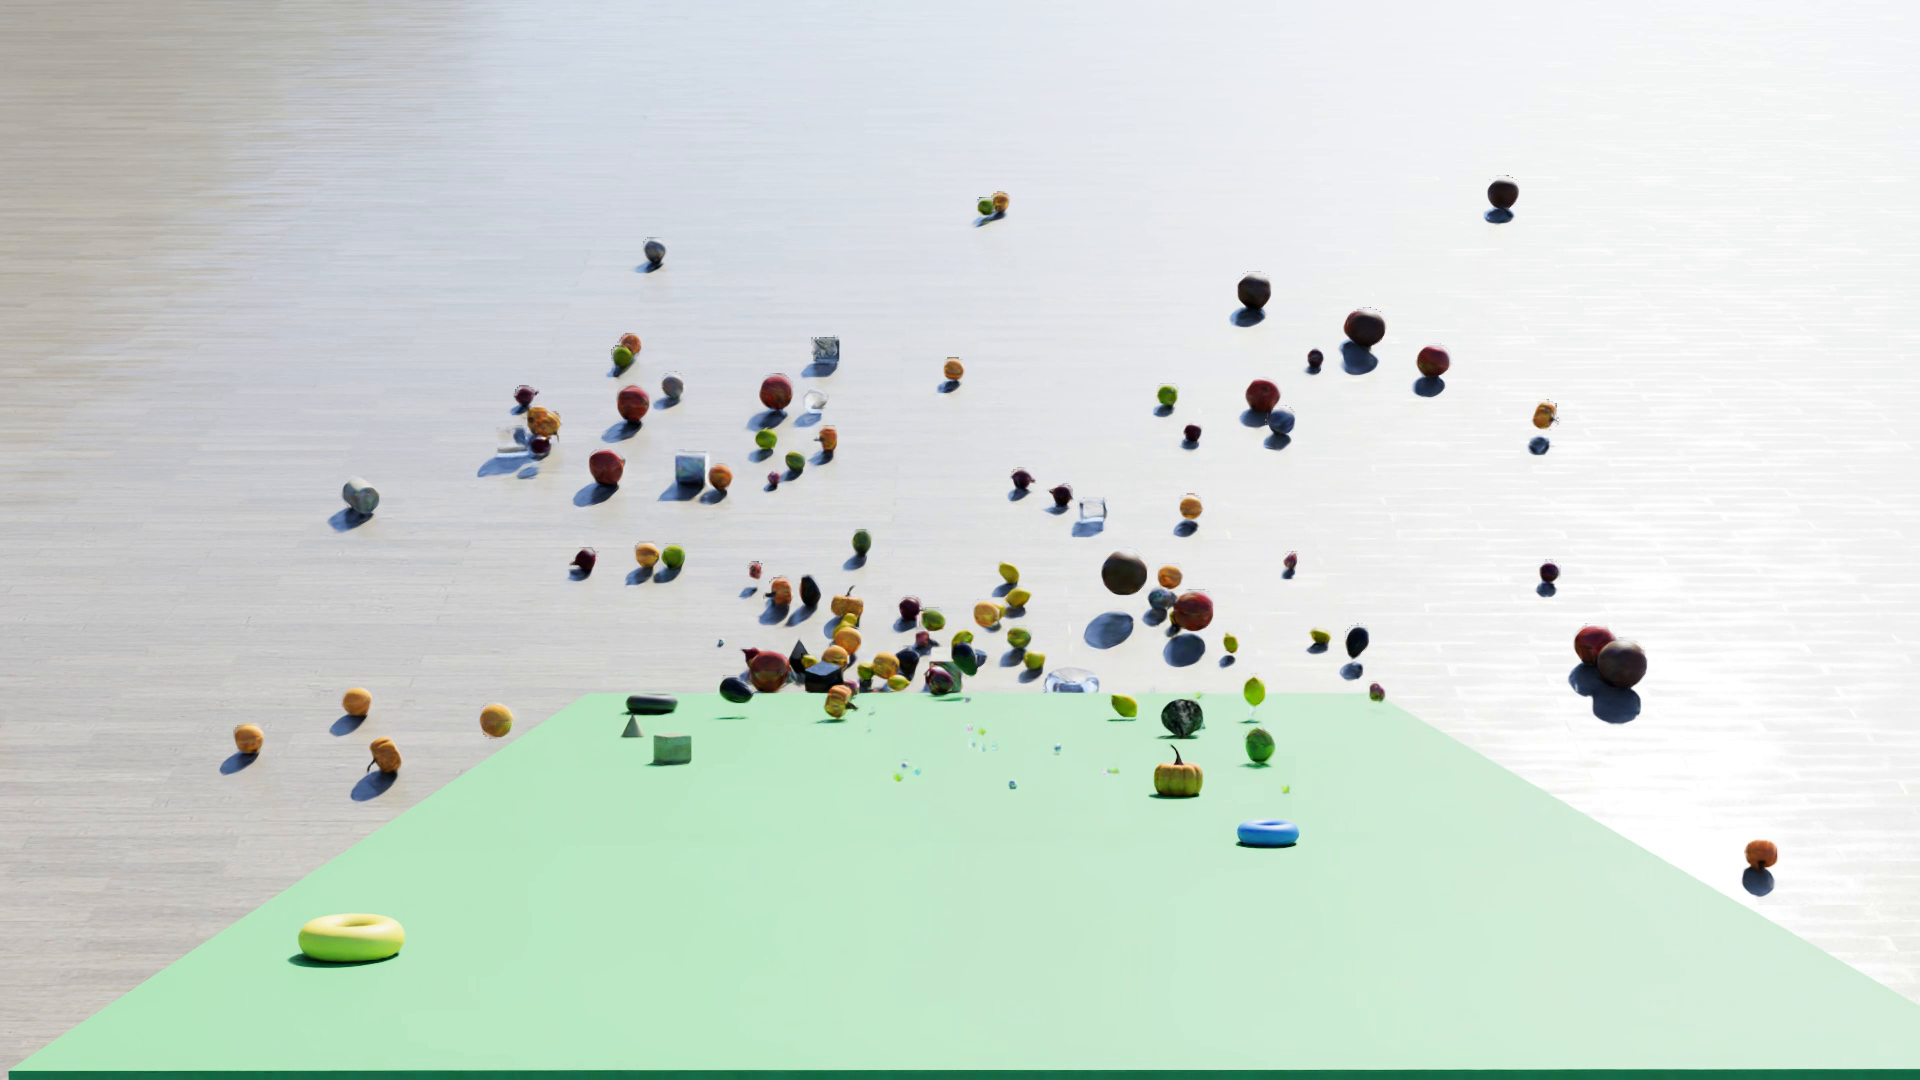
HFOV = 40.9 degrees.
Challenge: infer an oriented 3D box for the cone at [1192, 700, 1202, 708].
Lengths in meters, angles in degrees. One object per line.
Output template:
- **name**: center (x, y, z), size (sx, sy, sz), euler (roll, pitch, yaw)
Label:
- **cone**: center (0.511, 0.402, 5.713), size (0.069, 0.069, 0.069), euler (-4, 29, -9)

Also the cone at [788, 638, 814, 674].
- **cone**: center (-0.428, 0.299, 6.868), size (0.083, 0.083, 0.083), euler (0, 24, 0)

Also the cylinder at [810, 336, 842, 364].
- **cylinder**: center (-0.464, -0.659, 8.966), size (0.083, 0.083, 0.083), euler (9, 19, -27)

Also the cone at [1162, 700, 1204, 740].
- **cone**: center (0.475, 0.403, 5.512), size (0.091, 0.091, 0.091), euler (2, 29, 4)

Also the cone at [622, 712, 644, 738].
- **cone**: center (-0.704, 0.397, 5.547), size (0.052, 0.052, 0.052), euler (0, 2, 0)

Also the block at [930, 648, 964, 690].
- **block**: center (-0.035, 0.340, 6.778), size (0.084, 0.084, 0.084), euler (1, 24, 1)

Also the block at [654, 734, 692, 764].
- **block**: center (-0.567, 0.412, 5.083), size (0.054, 0.054, 0.054), euler (-2, 2, -39)

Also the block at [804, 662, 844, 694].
- **block**: center (-0.356, 0.367, 6.728), size (0.069, 0.069, 0.069), euler (15, 27, 38)

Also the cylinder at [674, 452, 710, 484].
- **cylinder**: center (-0.832, -0.225, 8.007), size (0.094, 0.094, 0.094), euler (1, 24, 3)

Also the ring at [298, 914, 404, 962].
- **ring**: center (-0.740, 0.484, 3.135), size (0.127, 0.042, 0.127), euler (1, 3, 0)

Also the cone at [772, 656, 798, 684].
- **cone**: center (-0.463, 0.334, 6.810), size (0.067, 0.067, 0.067), euler (0, 24, 0)

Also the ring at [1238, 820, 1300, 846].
- **ring**: center (0.482, 0.458, 4.031), size (0.097, 0.032, 0.097), euler (-1, 3, 0)

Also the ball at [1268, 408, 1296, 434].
- **ball**: center (1.046, -0.385, 8.367), size (0.088, 0.088, 0.088), euler (0, 24, 0)

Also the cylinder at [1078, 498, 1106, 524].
- **cylinder**: center (0.398, -0.087, 7.734), size (0.068, 0.068, 0.068), euler (-5, 25, -11)

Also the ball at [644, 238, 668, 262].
- **ball**: center (-1.180, -1.122, 9.985), size (0.090, 0.090, 0.090), euler (0, 24, 0)

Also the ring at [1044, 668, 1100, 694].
- **ring**: center (0.293, 0.378, 6.736), size (0.147, 0.049, 0.147), euler (1, 23, 0)

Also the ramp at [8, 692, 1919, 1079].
- **ramp**: center (0.056, 0.507, 4.550), size (2.000, 0.100, 4.000), euler (0, 2, 0)

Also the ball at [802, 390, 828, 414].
- **ball**: center (-0.481, -0.459, 8.537), size (0.081, 0.081, 0.081), euler (0, 24, 0)

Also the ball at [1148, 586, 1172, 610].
- **ball**: center (0.558, 0.162, 7.189), size (0.067, 0.067, 0.067), euler (0, 24, 0)

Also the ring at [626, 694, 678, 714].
- **ring**: center (-0.726, 0.385, 6.081), size (0.124, 0.041, 0.124), euler (0, 0, 0)

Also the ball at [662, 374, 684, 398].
- **ball**: center (-0.965, -0.520, 8.676), size (0.078, 0.078, 0.078), euler (0, 24, 0)
